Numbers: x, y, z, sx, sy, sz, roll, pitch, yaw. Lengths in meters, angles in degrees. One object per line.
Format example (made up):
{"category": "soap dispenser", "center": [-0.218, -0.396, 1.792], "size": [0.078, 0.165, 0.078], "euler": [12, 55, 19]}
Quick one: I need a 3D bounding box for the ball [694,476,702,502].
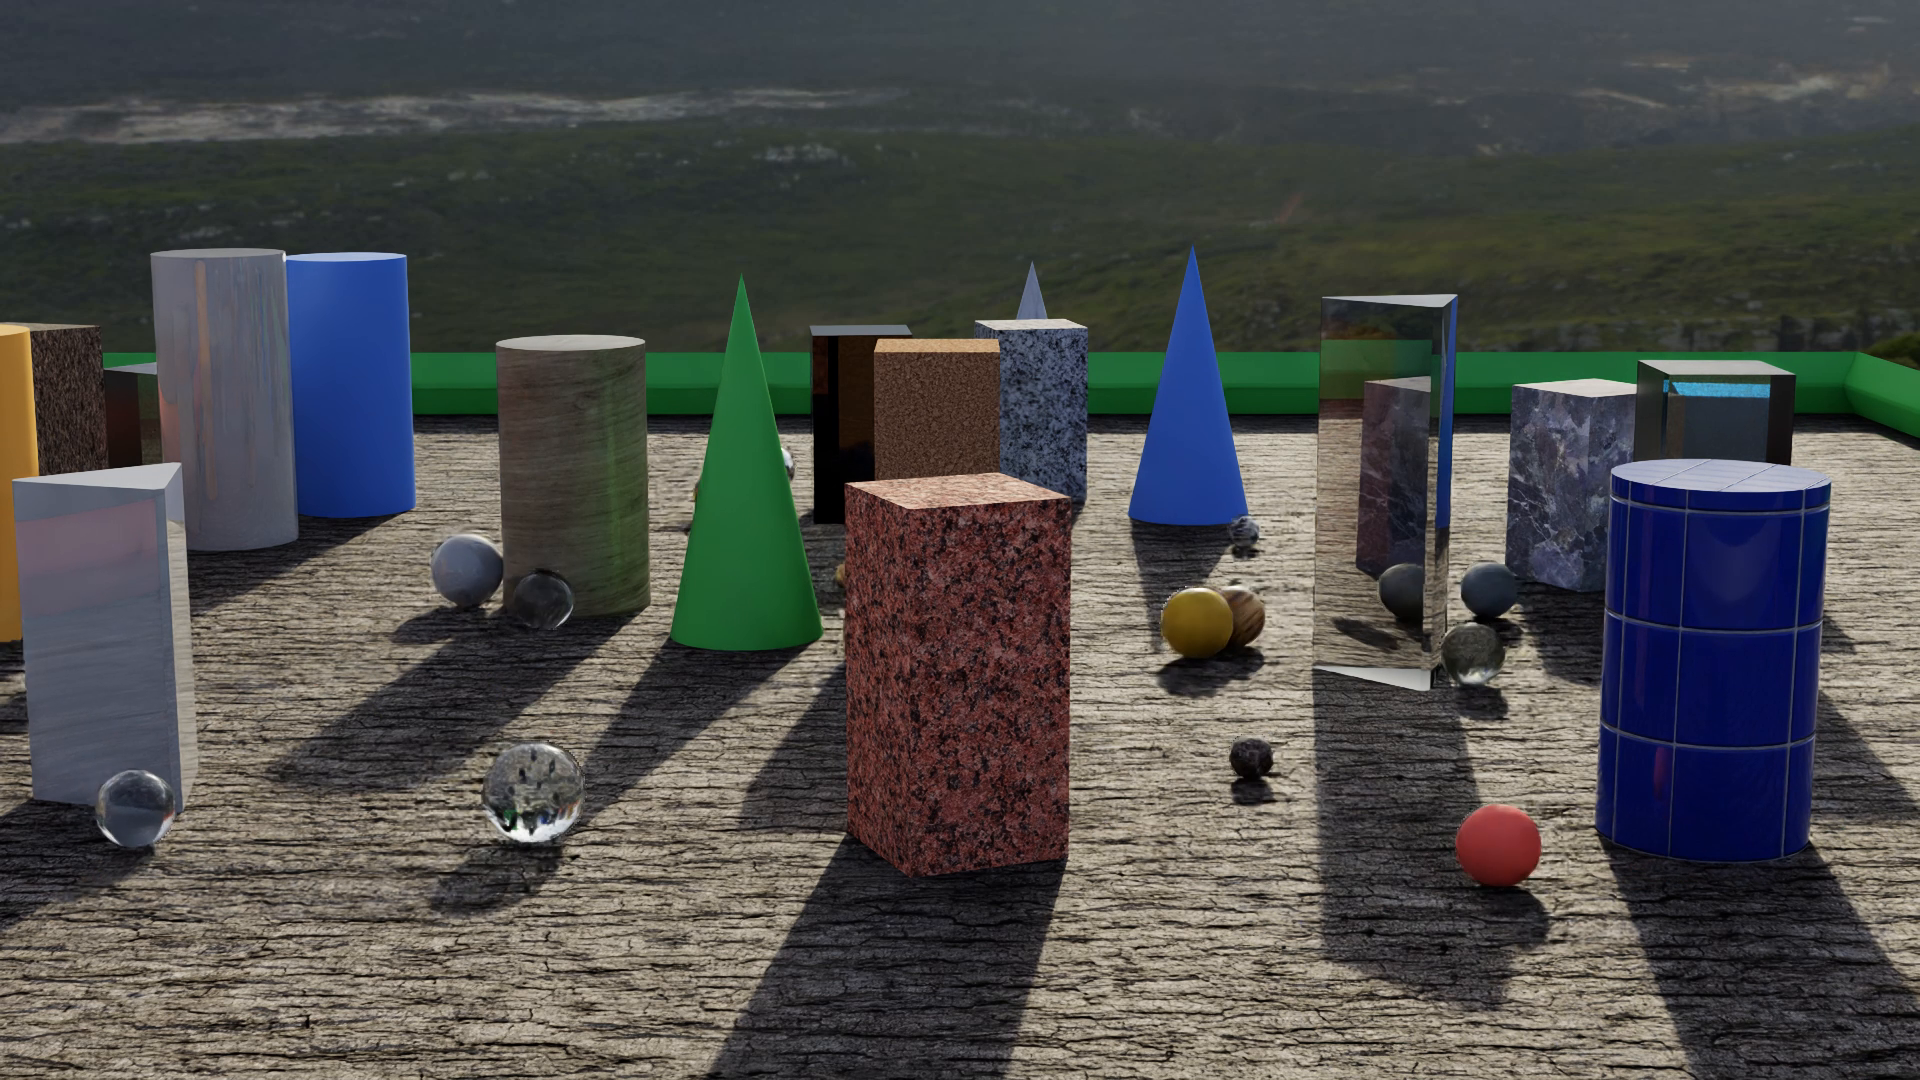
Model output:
{"category": "ball", "center": [-0.398, -0.076, 4.193], "size": [0.076, 0.076, 0.076], "euler": [0, 10, 0]}

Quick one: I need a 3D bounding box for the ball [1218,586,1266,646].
{"category": "ball", "center": [0.349, 0.097, 3.253], "size": [0.077, 0.077, 0.077], "euler": [0, 10, 0]}

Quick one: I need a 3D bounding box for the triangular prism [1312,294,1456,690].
{"category": "triangular prism", "center": [0.545, -0.065, 3.097], "size": [0.149, 0.453, 0.172], "euler": [-10, 14, -42]}

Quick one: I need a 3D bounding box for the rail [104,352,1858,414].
{"category": "rail", "center": [-0.011, -0.328, 5.399], "size": [3.822, 0.129, 0.045], "euler": [0, 10, 0]}

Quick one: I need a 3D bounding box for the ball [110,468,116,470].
{"category": "ball", "center": [-1.409, -0.086, 4.268], "size": [0.068, 0.068, 0.068], "euler": [0, 10, 0]}

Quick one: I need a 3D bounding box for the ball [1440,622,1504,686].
{"category": "ball", "center": [0.609, 0.136, 3.049], "size": [0.075, 0.075, 0.075], "euler": [0, 10, 0]}

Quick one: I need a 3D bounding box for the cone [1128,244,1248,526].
{"category": "cone", "center": [0.375, -0.260, 4.174], "size": [0.199, 0.444, 0.199], "euler": [0, 10, 0]}

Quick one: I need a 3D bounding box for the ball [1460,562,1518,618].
{"category": "ball", "center": [0.706, 0.066, 3.424], "size": [0.076, 0.076, 0.076], "euler": [0, 10, 0]}

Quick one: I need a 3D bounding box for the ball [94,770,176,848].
{"category": "ball", "center": [-0.778, 0.253, 2.420], "size": [0.073, 0.073, 0.073], "euler": [0, 10, 0]}

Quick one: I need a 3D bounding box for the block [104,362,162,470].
{"category": "block", "center": [-1.280, -0.159, 4.178], "size": [0.159, 0.245, 0.159], "euler": [7, 12, 32]}

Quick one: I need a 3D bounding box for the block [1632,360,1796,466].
{"category": "block", "center": [0.972, -0.053, 3.334], "size": [0.159, 0.344, 0.159], "euler": [0, 10, 1]}

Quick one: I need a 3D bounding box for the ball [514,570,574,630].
{"category": "ball", "center": [-0.543, 0.078, 3.351], "size": [0.078, 0.078, 0.078], "euler": [0, 10, 0]}

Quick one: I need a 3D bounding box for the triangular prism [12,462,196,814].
{"category": "triangular prism", "center": [-0.828, 0.092, 2.598], "size": [0.172, 0.324, 0.149], "euler": [4, 11, 19]}

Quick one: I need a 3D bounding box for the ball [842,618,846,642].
{"category": "ball", "center": [-0.105, 0.111, 3.169], "size": [0.080, 0.080, 0.080], "euler": [0, 10, 0]}

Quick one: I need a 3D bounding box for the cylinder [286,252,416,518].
{"category": "cylinder", "center": [-1.010, -0.260, 4.246], "size": [0.199, 0.417, 0.199], "euler": [0, 10, 0]}

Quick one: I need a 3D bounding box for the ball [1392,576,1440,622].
{"category": "ball", "center": [0.604, 0.078, 3.400], "size": [0.061, 0.061, 0.061], "euler": [0, 10, 0]}

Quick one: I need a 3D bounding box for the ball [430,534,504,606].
{"category": "ball", "center": [-0.672, 0.040, 3.500], "size": [0.099, 0.099, 0.099], "euler": [0, 10, 0]}

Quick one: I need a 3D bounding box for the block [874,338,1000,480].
{"category": "block", "center": [-0.029, -0.070, 3.352], "size": [0.159, 0.370, 0.159], "euler": [0, 10, 0]}

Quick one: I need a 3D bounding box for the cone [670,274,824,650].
{"category": "cone", "center": [-0.277, -0.109, 3.289], "size": [0.199, 0.469, 0.199], "euler": [0, 10, 0]}

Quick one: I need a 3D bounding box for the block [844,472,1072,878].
{"category": "block", "center": [-0.004, 0.121, 2.401], "size": [0.159, 0.340, 0.159], "euler": [-5, 11, -23]}

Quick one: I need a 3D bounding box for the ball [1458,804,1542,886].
{"category": "ball", "center": [0.484, 0.274, 2.304], "size": [0.074, 0.074, 0.074], "euler": [0, 10, 0]}

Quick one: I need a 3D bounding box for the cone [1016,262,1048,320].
{"category": "cone", "center": [0.135, -0.344, 4.840], "size": [0.199, 0.367, 0.199], "euler": [0, 10, 0]}

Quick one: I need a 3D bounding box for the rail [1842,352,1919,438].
{"category": "rail", "center": [1.887, 0.031, 3.459], "size": [0.045, 0.129, 4.015], "euler": [0, 10, 0]}

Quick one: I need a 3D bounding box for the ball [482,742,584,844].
{"category": "ball", "center": [-0.405, 0.239, 2.432], "size": [0.096, 0.096, 0.096], "euler": [0, 10, 0]}

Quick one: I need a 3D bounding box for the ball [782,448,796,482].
{"category": "ball", "center": [-0.325, -0.123, 4.430], "size": [0.081, 0.081, 0.081], "euler": [0, 10, 0]}

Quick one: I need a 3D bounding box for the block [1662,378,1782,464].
{"category": "block", "center": [1.138, -0.106, 3.858], "size": [0.159, 0.255, 0.159], "euler": [2, 11, 11]}

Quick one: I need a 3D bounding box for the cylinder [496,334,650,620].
{"category": "cylinder", "center": [-0.523, -0.089, 3.480], "size": [0.199, 0.360, 0.199], "euler": [0, 10, 0]}

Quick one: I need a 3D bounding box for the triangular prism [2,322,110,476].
{"category": "triangular prism", "center": [-1.363, -0.137, 3.762], "size": [0.172, 0.353, 0.149], "euler": [-9, 14, -41]}

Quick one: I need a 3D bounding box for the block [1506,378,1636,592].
{"category": "block", "center": [0.900, -0.081, 3.673], "size": [0.159, 0.275, 0.159], "euler": [-6, 12, -29]}

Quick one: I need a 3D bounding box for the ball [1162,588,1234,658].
{"category": "ball", "center": [0.295, 0.103, 3.187], "size": [0.089, 0.089, 0.089], "euler": [0, 10, 0]}

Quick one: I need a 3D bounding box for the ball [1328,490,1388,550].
{"category": "ball", "center": [0.607, -0.032, 3.909], "size": [0.091, 0.091, 0.091], "euler": [0, 10, 0]}

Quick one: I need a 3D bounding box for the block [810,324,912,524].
{"category": "block", "center": [-0.162, -0.190, 4.182], "size": [0.159, 0.304, 0.159], "euler": [-1, 11, -5]}

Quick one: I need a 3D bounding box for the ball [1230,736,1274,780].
{"category": "ball", "center": [0.301, 0.224, 2.652], "size": [0.045, 0.045, 0.045], "euler": [0, 10, 0]}

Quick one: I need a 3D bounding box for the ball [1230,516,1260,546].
{"category": "ball", "center": [0.436, -0.013, 3.930], "size": [0.046, 0.046, 0.046], "euler": [0, 10, 0]}

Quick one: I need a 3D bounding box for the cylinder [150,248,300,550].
{"category": "cylinder", "center": [-1.132, -0.220, 3.956], "size": [0.199, 0.444, 0.199], "euler": [0, 10, 0]}

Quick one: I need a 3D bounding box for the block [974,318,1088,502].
{"category": "block", "center": [0.120, -0.221, 4.378], "size": [0.159, 0.294, 0.159], "euler": [-2, 11, -12]}

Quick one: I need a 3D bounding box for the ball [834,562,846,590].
{"category": "ball", "center": [-0.154, 0.051, 3.598], "size": [0.043, 0.043, 0.043], "euler": [0, 10, 0]}

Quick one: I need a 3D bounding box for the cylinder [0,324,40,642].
{"category": "cylinder", "center": [-1.294, -0.074, 3.312], "size": [0.199, 0.391, 0.199], "euler": [0, 10, 0]}

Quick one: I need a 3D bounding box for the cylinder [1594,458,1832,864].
{"category": "cylinder", "center": [0.713, 0.110, 2.438], "size": [0.199, 0.348, 0.199], "euler": [0, 10, 0]}
